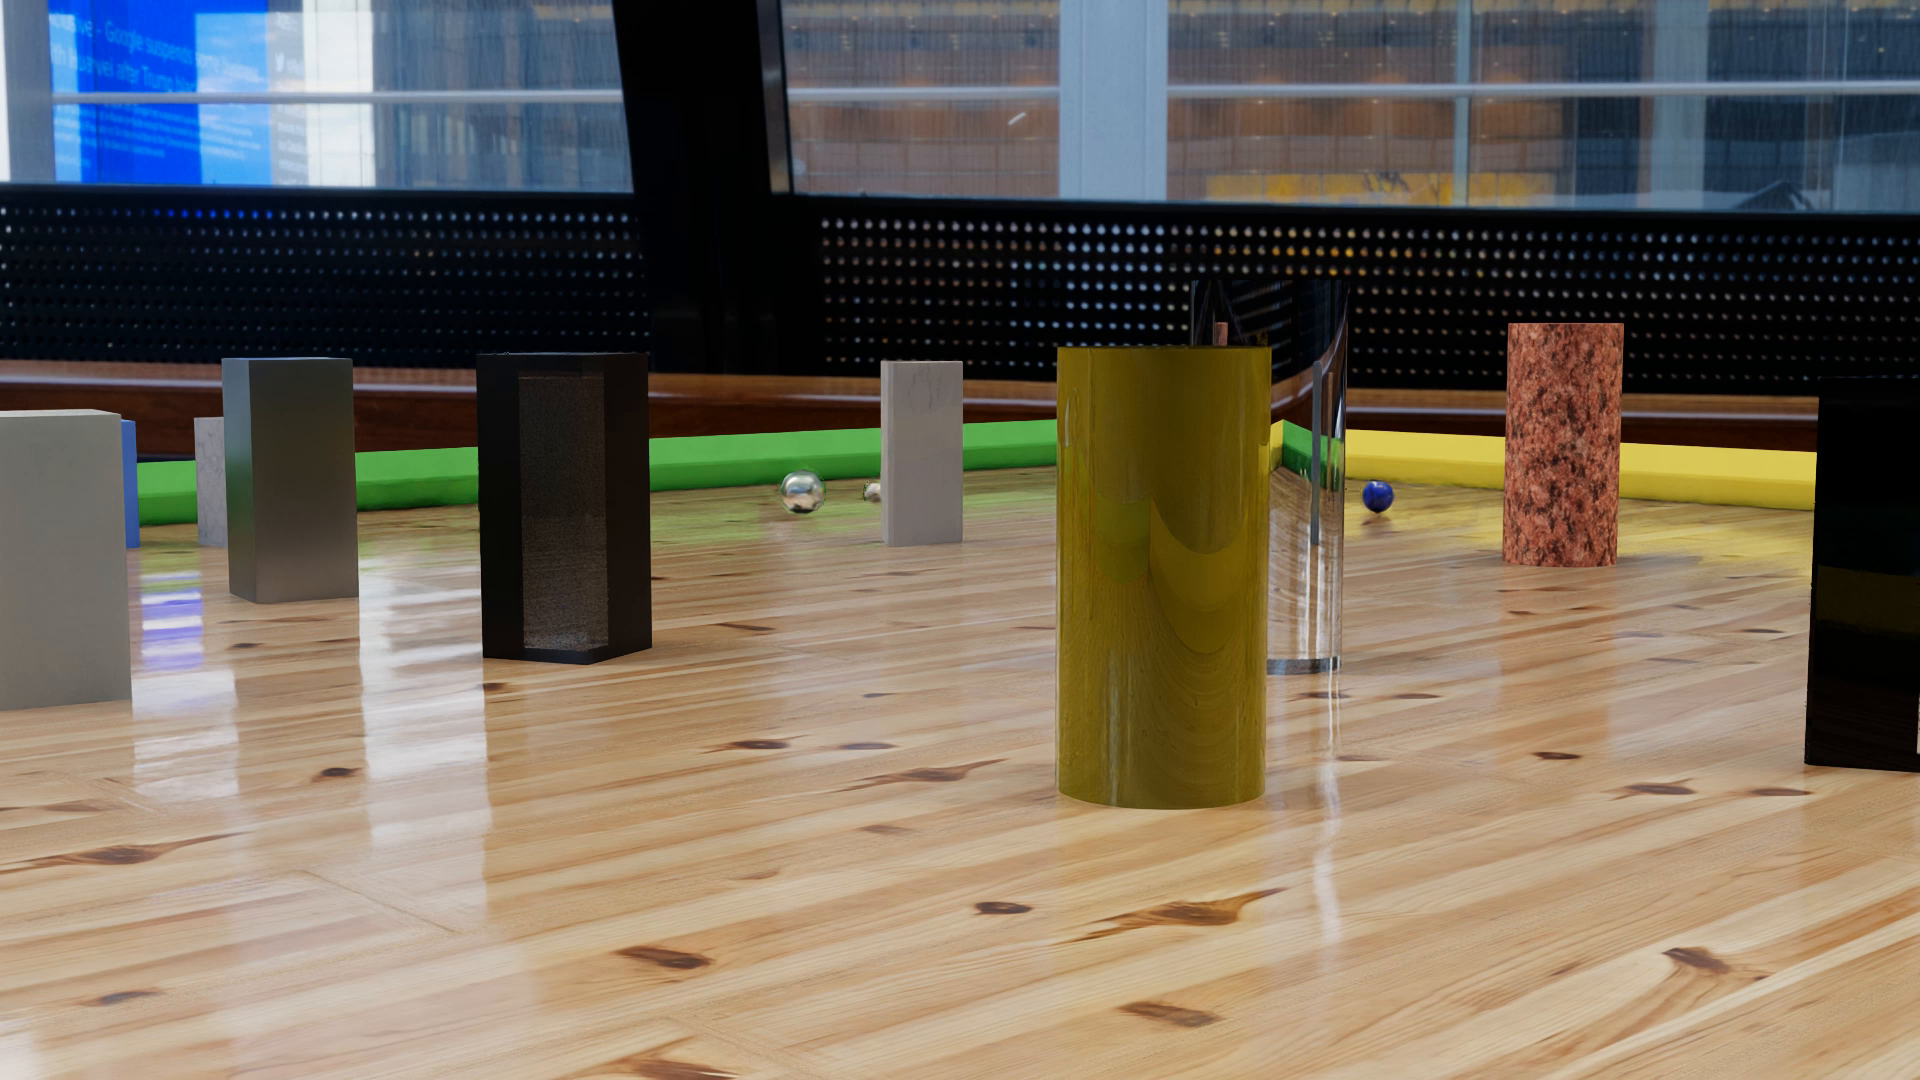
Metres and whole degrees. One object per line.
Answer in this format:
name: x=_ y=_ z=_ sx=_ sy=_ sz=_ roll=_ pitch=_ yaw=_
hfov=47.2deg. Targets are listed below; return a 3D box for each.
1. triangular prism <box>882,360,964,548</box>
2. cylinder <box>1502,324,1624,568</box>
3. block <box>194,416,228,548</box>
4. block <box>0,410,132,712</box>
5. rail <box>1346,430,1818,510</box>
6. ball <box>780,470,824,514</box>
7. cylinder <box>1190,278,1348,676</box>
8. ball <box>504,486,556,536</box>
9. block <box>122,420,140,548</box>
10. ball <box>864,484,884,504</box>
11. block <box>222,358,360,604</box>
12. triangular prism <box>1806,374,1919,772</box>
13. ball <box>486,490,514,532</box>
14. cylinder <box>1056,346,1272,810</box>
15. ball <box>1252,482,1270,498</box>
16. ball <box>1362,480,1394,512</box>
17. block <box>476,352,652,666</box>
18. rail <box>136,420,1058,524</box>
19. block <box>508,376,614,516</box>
triangular prism: x=-0.106 y=-0.171 z=4.238 sx=0.170 sy=0.347 sz=0.148 roll=-4 pitch=7 yaw=-37
cylinder: x=1.067 y=-0.172 z=3.895 sx=0.197 sy=0.421 sz=0.197 roll=0 pitch=6 yaw=0
block: x=-1.343 y=-0.113 z=4.194 sx=0.157 sy=0.241 sz=0.157 roll=5 pitch=8 yaw=42
block: x=-1.059 y=0.018 z=2.531 sx=0.157 sy=0.327 sz=0.157 roll=-4 pitch=7 yaw=-32
rail: x=1.794 y=-0.139 z=4.978 sx=0.045 sy=0.128 sz=4.123 roll=-5 pitch=8 yaw=-42
ball: x=-0.345 y=-0.105 z=4.814 sx=0.097 sy=0.097 sz=0.097 roll=0 pitch=6 yaw=0
cylinder: x=0.384 y=-0.084 z=2.762 sx=0.197 sy=0.482 sz=0.197 roll=0 pitch=6 yaw=0
ball: x=-0.847 y=-0.055 z=4.330 sx=0.098 sy=0.098 sz=0.098 roll=0 pitch=6 yaw=0
block: x=-1.653 y=-0.106 z=4.144 sx=0.157 sy=0.238 sz=0.157 roll=-4 pitch=7 yaw=-35
ball: x=-0.196 y=-0.107 z=5.073 sx=0.047 sy=0.047 sz=0.047 roll=0 pitch=6 yaw=0
block: x=-1.045 y=-0.098 z=3.430 sx=0.157 sy=0.370 sz=0.157 roll=-4 pitch=7 yaw=-33
triangular prism: x=0.938 y=0.028 z=2.182 sx=0.170 sy=0.380 sz=0.148 roll=2 pitch=6 yaw=21
ball: x=-0.917 y=-0.060 z=4.446 sx=0.084 sy=0.084 sz=0.084 roll=0 pitch=6 yaw=0
cylinder: x=0.188 y=0.027 z=2.043 sx=0.197 sy=0.411 sz=0.197 roll=0 pitch=6 yaw=0
ball: x=0.712 y=-0.118 z=5.210 sx=0.041 sy=0.041 sz=0.041 roll=0 pitch=6 yaw=0
ball: x=0.922 y=-0.095 z=4.851 sx=0.070 sy=0.070 sz=0.070 roll=0 pitch=6 yaw=0
block: x=-0.511 y=-0.046 z=2.849 sx=0.157 sy=0.389 sz=0.157 roll=3 pitch=6 yaw=23
rail: x=-1.382 y=-0.122 z=4.822 sx=4.929 sy=0.128 sz=0.045 roll=-5 pitch=8 yaw=-42
block: x=-0.885 y=-0.213 z=4.883 sx=0.157 sy=0.297 sz=0.157 roll=4 pitch=7 yaw=33
